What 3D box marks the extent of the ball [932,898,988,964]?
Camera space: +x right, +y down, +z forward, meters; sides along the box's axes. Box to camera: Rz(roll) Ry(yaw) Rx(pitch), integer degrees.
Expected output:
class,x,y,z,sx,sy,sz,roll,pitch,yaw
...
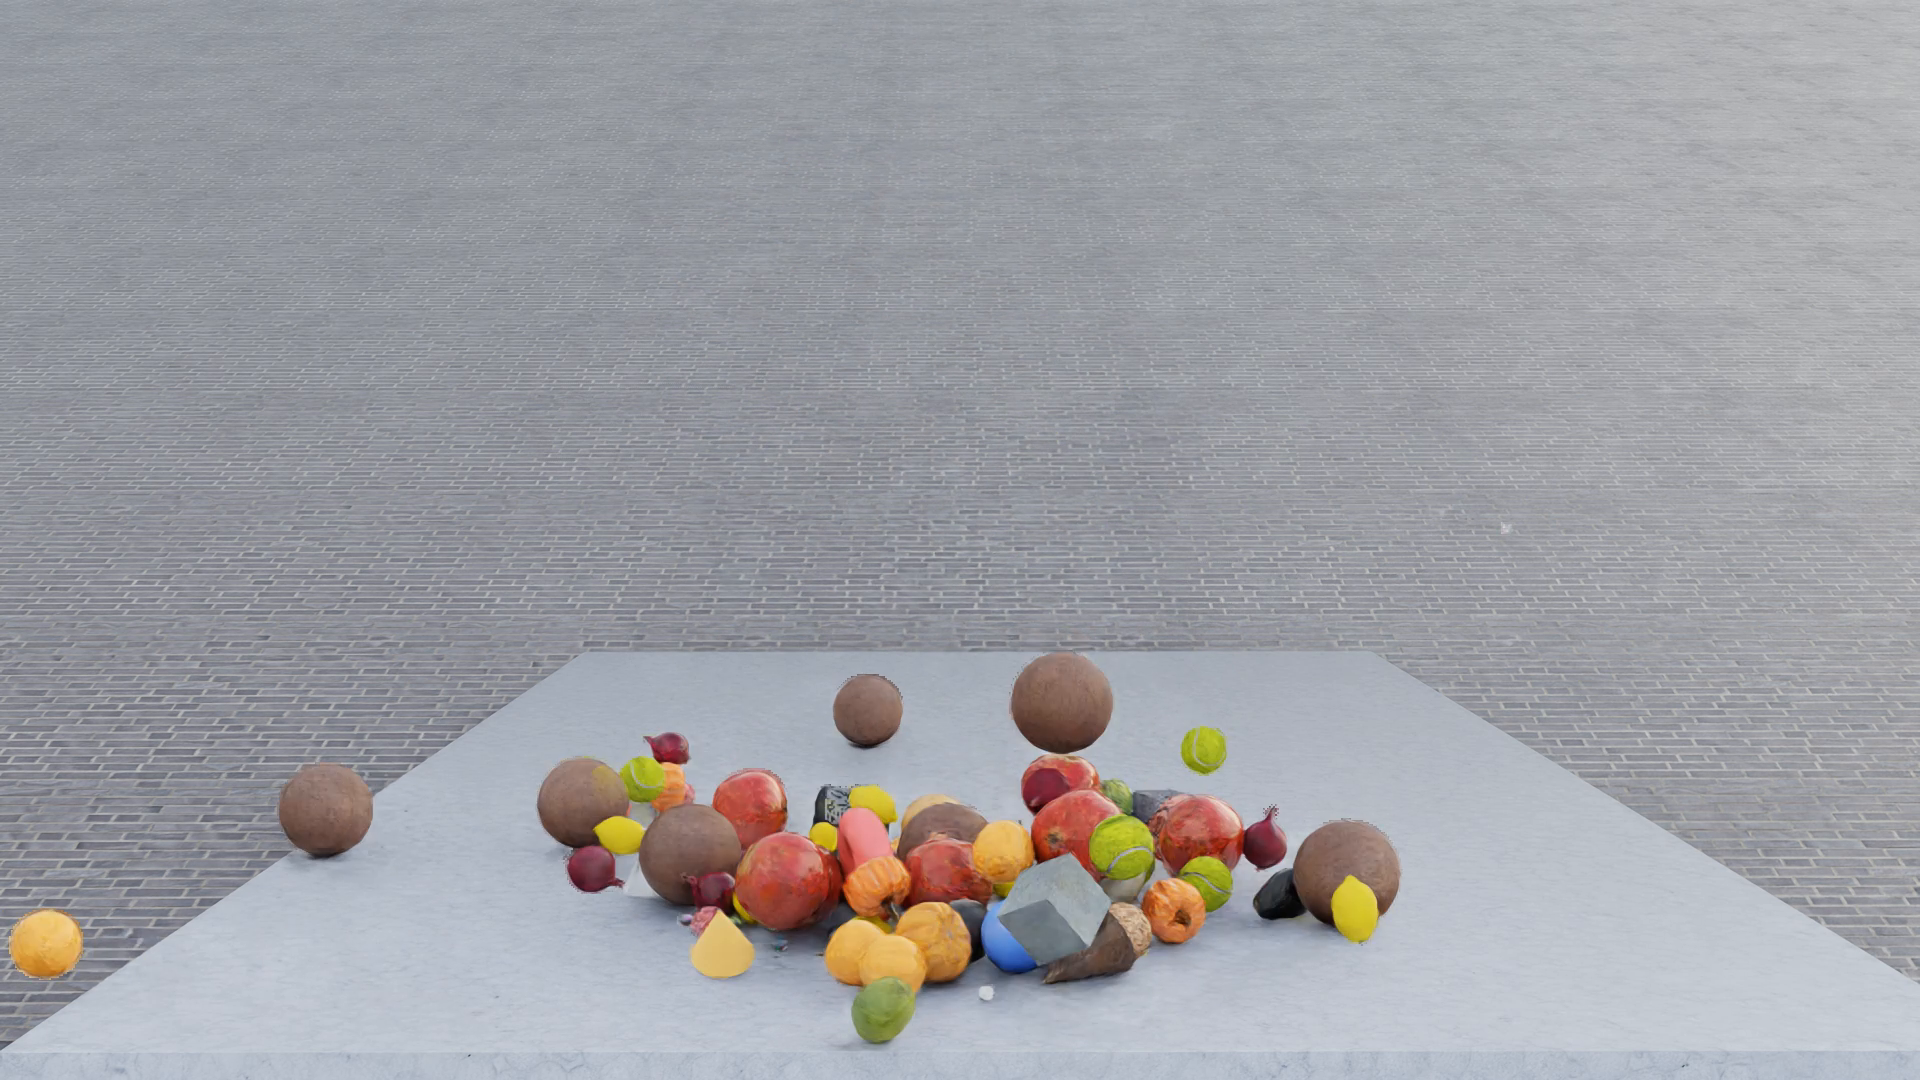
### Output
class,x,y,z,sx,sy,sz,roll,pitch,yaw
ball,0.005,0.446,2.929,0.073,0.073,0.073,0,21,0

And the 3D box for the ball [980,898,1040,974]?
class,x,y,z,sx,sy,sz,roll,pitch,yaw
ball,0.066,0.442,2.877,0.085,0.085,0.085,0,21,0

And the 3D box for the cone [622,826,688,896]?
class,x,y,z,sx,sy,sz,roll,pitch,yaw
cone,-0.399,0.416,3.358,0.085,0.085,0.085,0,3,0

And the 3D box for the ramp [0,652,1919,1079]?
class,x,y,z,sx,sy,sz,roll,pitch,yaw
ramp,0.049,0.444,4.532,2.000,0.100,4.000,0,3,0

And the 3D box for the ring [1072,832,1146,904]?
class,x,y,z,sx,sy,sz,roll,pitch,yaw
ring,0.163,0.414,3.090,0.143,0.048,0.143,-35,26,20

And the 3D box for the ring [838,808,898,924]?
class,x,y,z,sx,sy,sz,roll,pitch,yaw
ring,-0.111,0.391,3.086,0.048,0.143,0.143,-9,23,-16

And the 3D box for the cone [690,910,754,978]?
class,x,y,z,sx,sy,sz,roll,pitch,yaw
cone,-0.266,0.436,2.859,0.072,0.072,0.072,0,36,0

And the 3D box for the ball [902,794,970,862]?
class,x,y,z,sx,sy,sz,roll,pitch,yaw
ball,-0.034,0.399,3.569,0.095,0.095,0.095,0,21,0

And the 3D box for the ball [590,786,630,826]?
class,x,y,z,sx,sy,sz,roll,pitch,yaw
ball,-0.526,0.401,3.860,0.060,0.060,0.060,0,21,0

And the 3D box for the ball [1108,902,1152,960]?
class,x,y,z,sx,sy,sz,roll,pitch,yaw
ball,0.184,0.447,2.926,0.069,0.069,0.069,0,21,0

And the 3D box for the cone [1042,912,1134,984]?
class,x,y,z,sx,sy,sz,roll,pitch,yaw
cone,0.124,0.465,2.843,0.098,0.098,0.098,-34,37,-32

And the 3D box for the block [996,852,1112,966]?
class,x,y,z,sx,sy,sz,roll,pitch,yaw
block,0.103,0.402,2.800,0.076,0.076,0.076,-27,20,38

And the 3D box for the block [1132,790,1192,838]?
class,x,y,z,sx,sy,sz,roll,pitch,yaw
block,0.296,0.403,3.767,0.064,0.064,0.064,-1,3,-26
